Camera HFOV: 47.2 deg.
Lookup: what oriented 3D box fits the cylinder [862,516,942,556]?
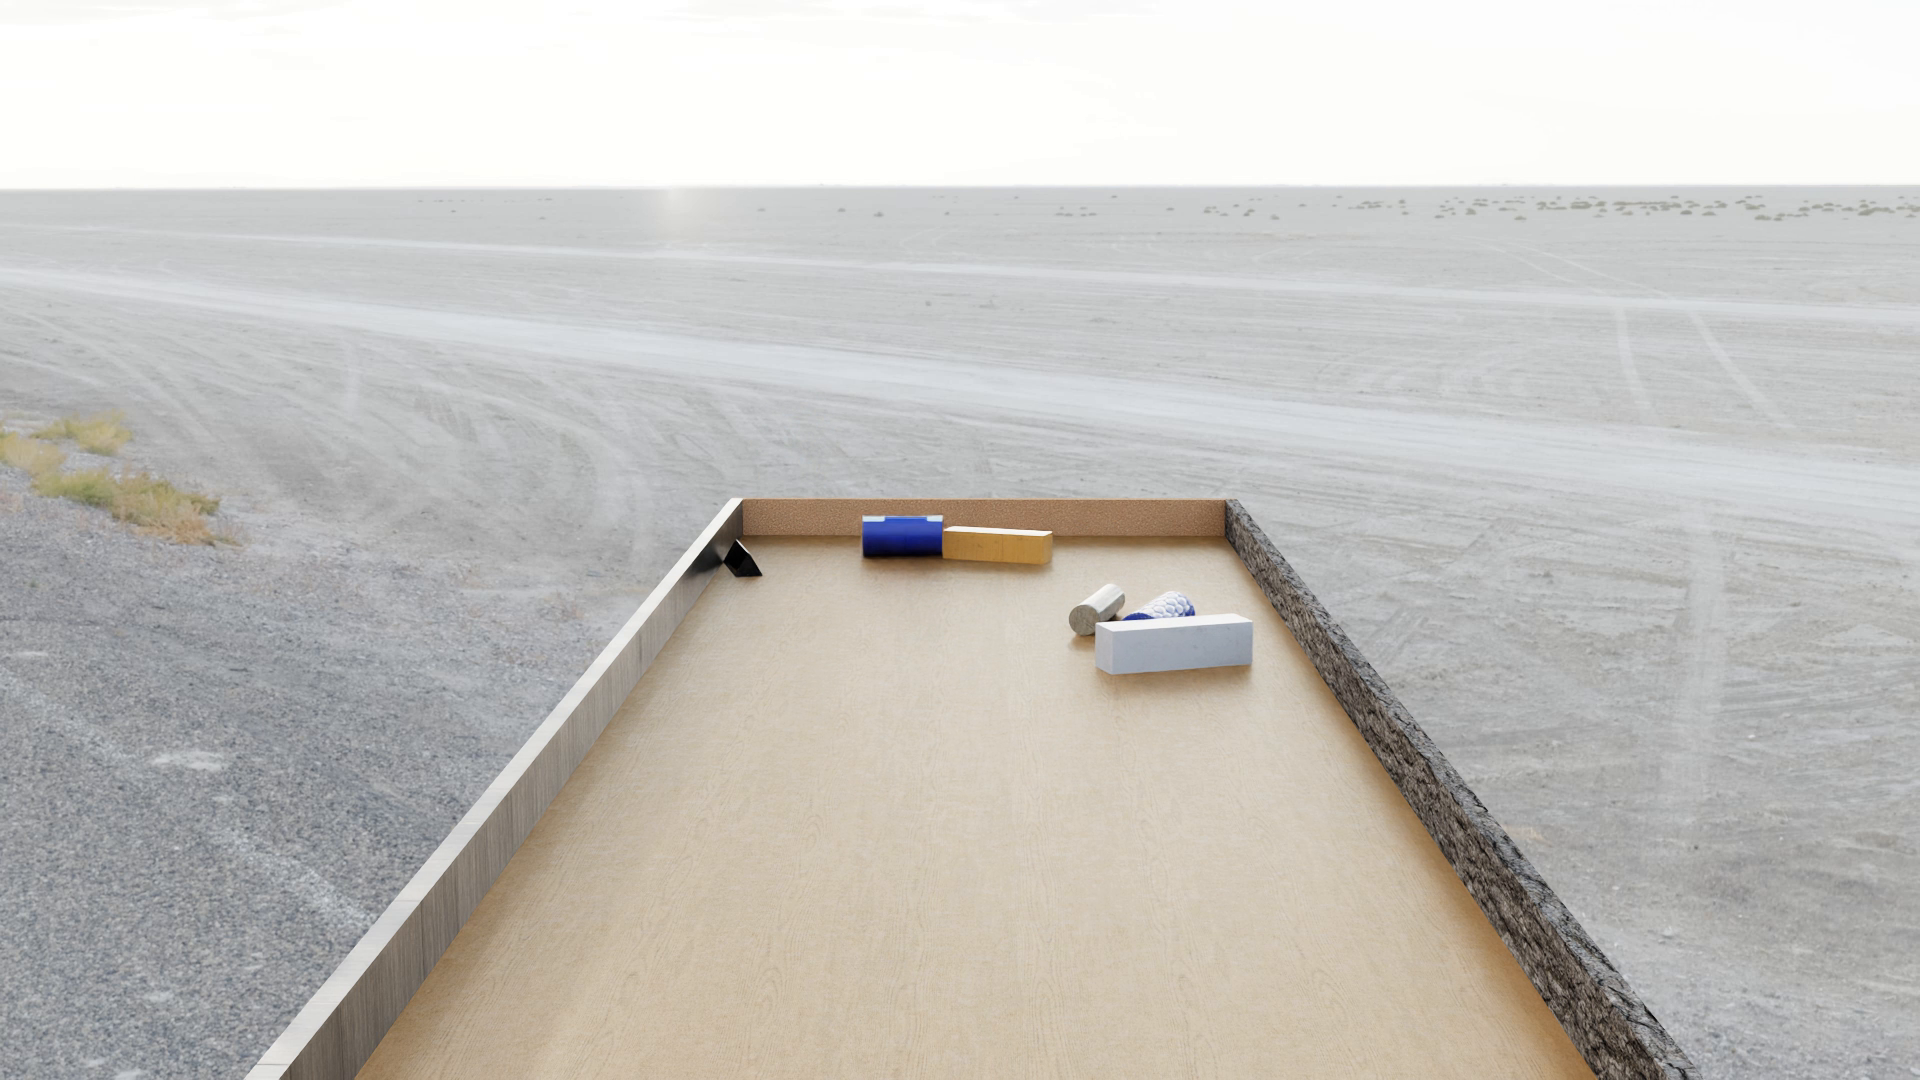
[{"bbox_3d":[-0.224,-0.014,8.608,0.310,0.154,0.154,0,9,0],"label":"cylinder"}]

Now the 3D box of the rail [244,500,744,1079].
[{"bbox_3d":[-1.004,0.839,3.234,0.050,0.150,12.000,0,9,1],"label":"rail"}]

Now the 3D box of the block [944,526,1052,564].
[{"bbox_3d":[0.145,0.020,8.534,0.410,0.110,0.110,3,10,20],"label":"block"}]

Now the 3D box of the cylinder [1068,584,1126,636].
[{"bbox_3d":[0.454,0.228,7.249,0.100,0.100,0.393,3,9,16],"label":"cylinder"}]

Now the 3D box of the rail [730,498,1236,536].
[{"bbox_3d":[0.099,-0.098,9.147,2.100,0.150,0.050,0,9,1],"label":"rail"}]

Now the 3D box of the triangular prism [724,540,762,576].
[{"bbox_3d":[-0.821,0.065,8.298,0.102,0.088,0.326,-2,9,-13],"label":"triangular prism"}]

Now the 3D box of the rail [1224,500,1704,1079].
[{"bbox_3d":[1.046,0.843,3.208,0.050,0.150,12.000,0,9,1],"label":"rail"}]

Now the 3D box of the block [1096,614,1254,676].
[{"bbox_3d":[0.645,0.312,6.618,0.459,0.132,0.132,-3,10,-19],"label":"block"}]

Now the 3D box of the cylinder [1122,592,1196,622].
[{"bbox_3d":[0.617,0.264,6.879,0.145,0.145,0.384,3,10,20],"label":"cylinder"}]
